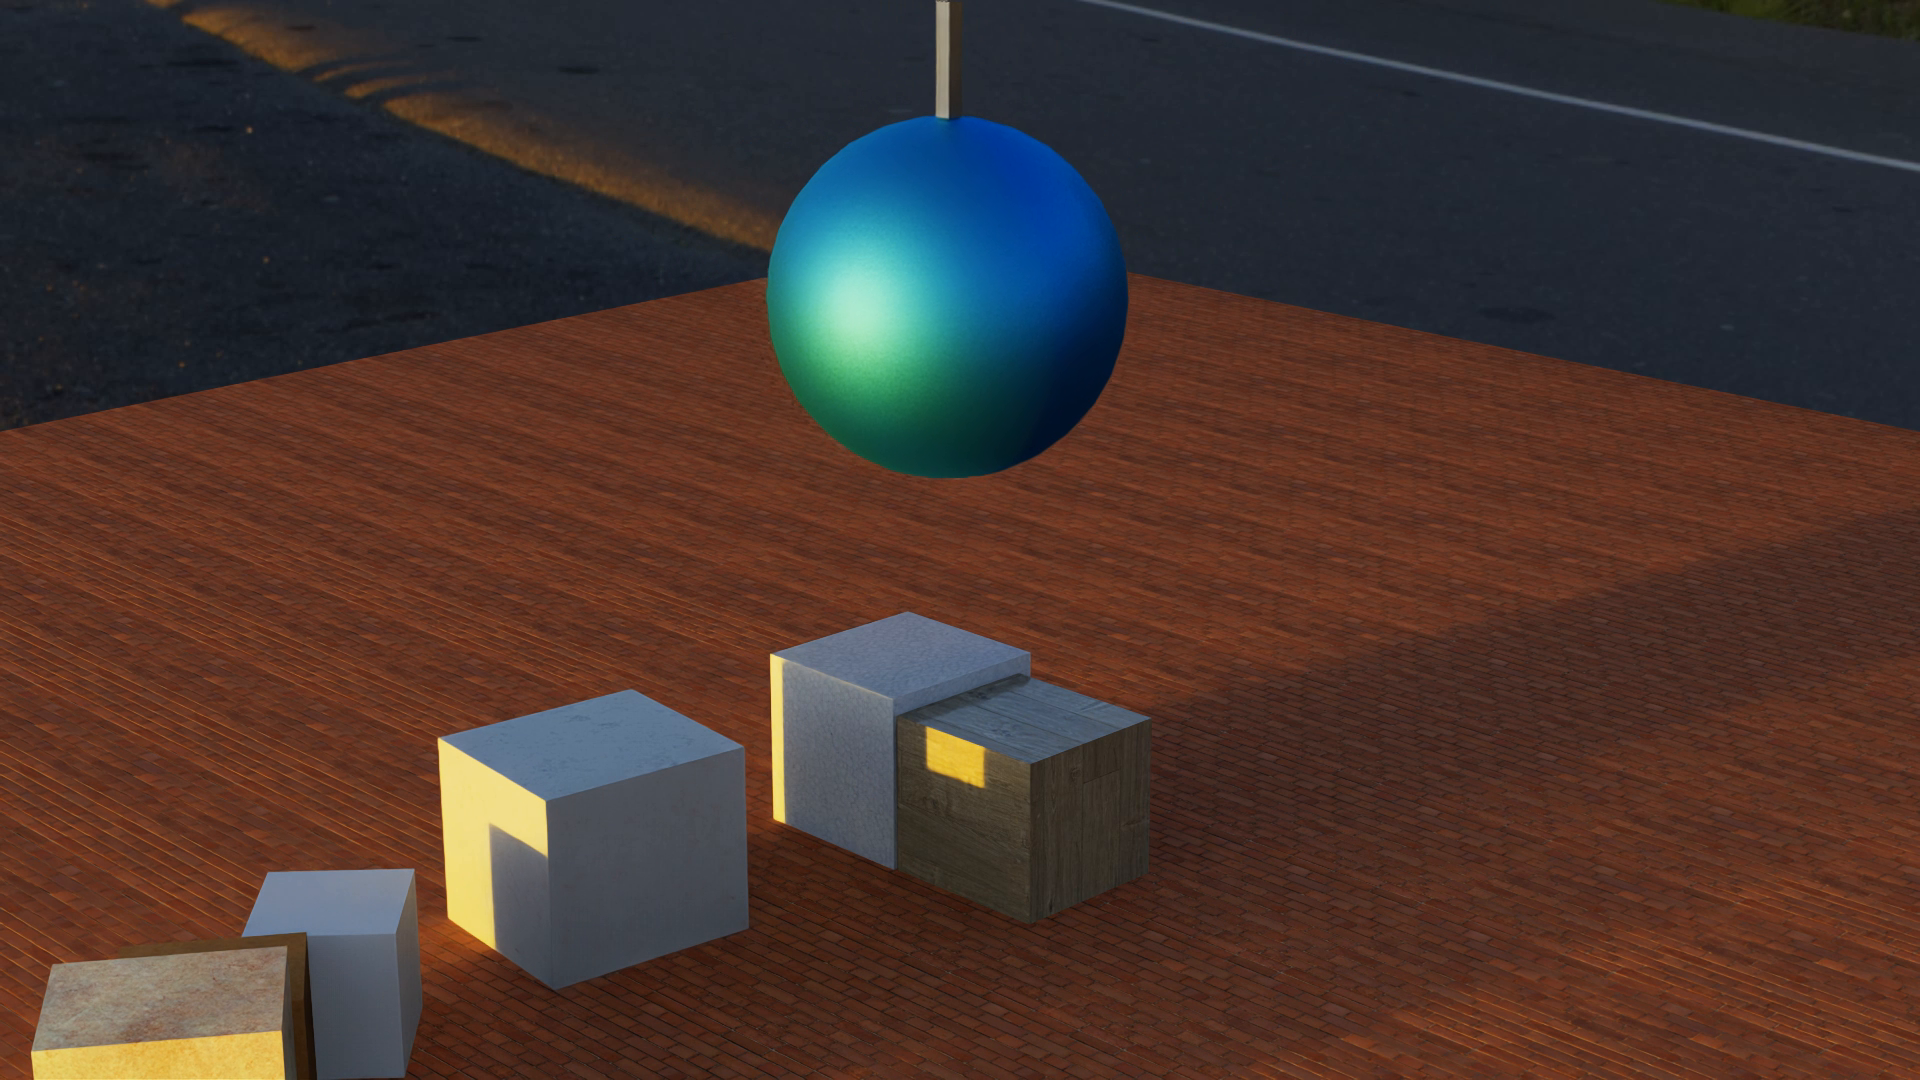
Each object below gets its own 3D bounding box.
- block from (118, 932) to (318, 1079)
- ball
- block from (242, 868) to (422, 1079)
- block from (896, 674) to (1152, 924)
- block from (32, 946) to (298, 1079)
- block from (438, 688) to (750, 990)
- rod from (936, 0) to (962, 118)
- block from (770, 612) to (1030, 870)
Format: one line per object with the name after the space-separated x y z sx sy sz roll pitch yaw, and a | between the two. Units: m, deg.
-2.822 1.933 11.127 0.701 0.639 0.598 -3 18 -10 | block
-0.056 -1.070 12.946 1.600 1.600 1.600 0 17 0 | ball
-2.509 1.739 11.772 0.593 0.623 0.622 -1 17 -3 | block
0.291 1.162 13.377 0.793 0.761 0.836 -17 24 -42 | block
-2.807 2.023 10.470 0.829 0.863 0.689 -3 18 -10 | block
-1.599 1.285 12.827 0.989 0.858 0.911 -13 22 -36 | block
-0.024 -4.323 11.958 0.080 5.200 0.080 17 23 42 | rod
-0.280 0.935 13.968 0.893 0.840 0.845 -16 24 -42 | block
